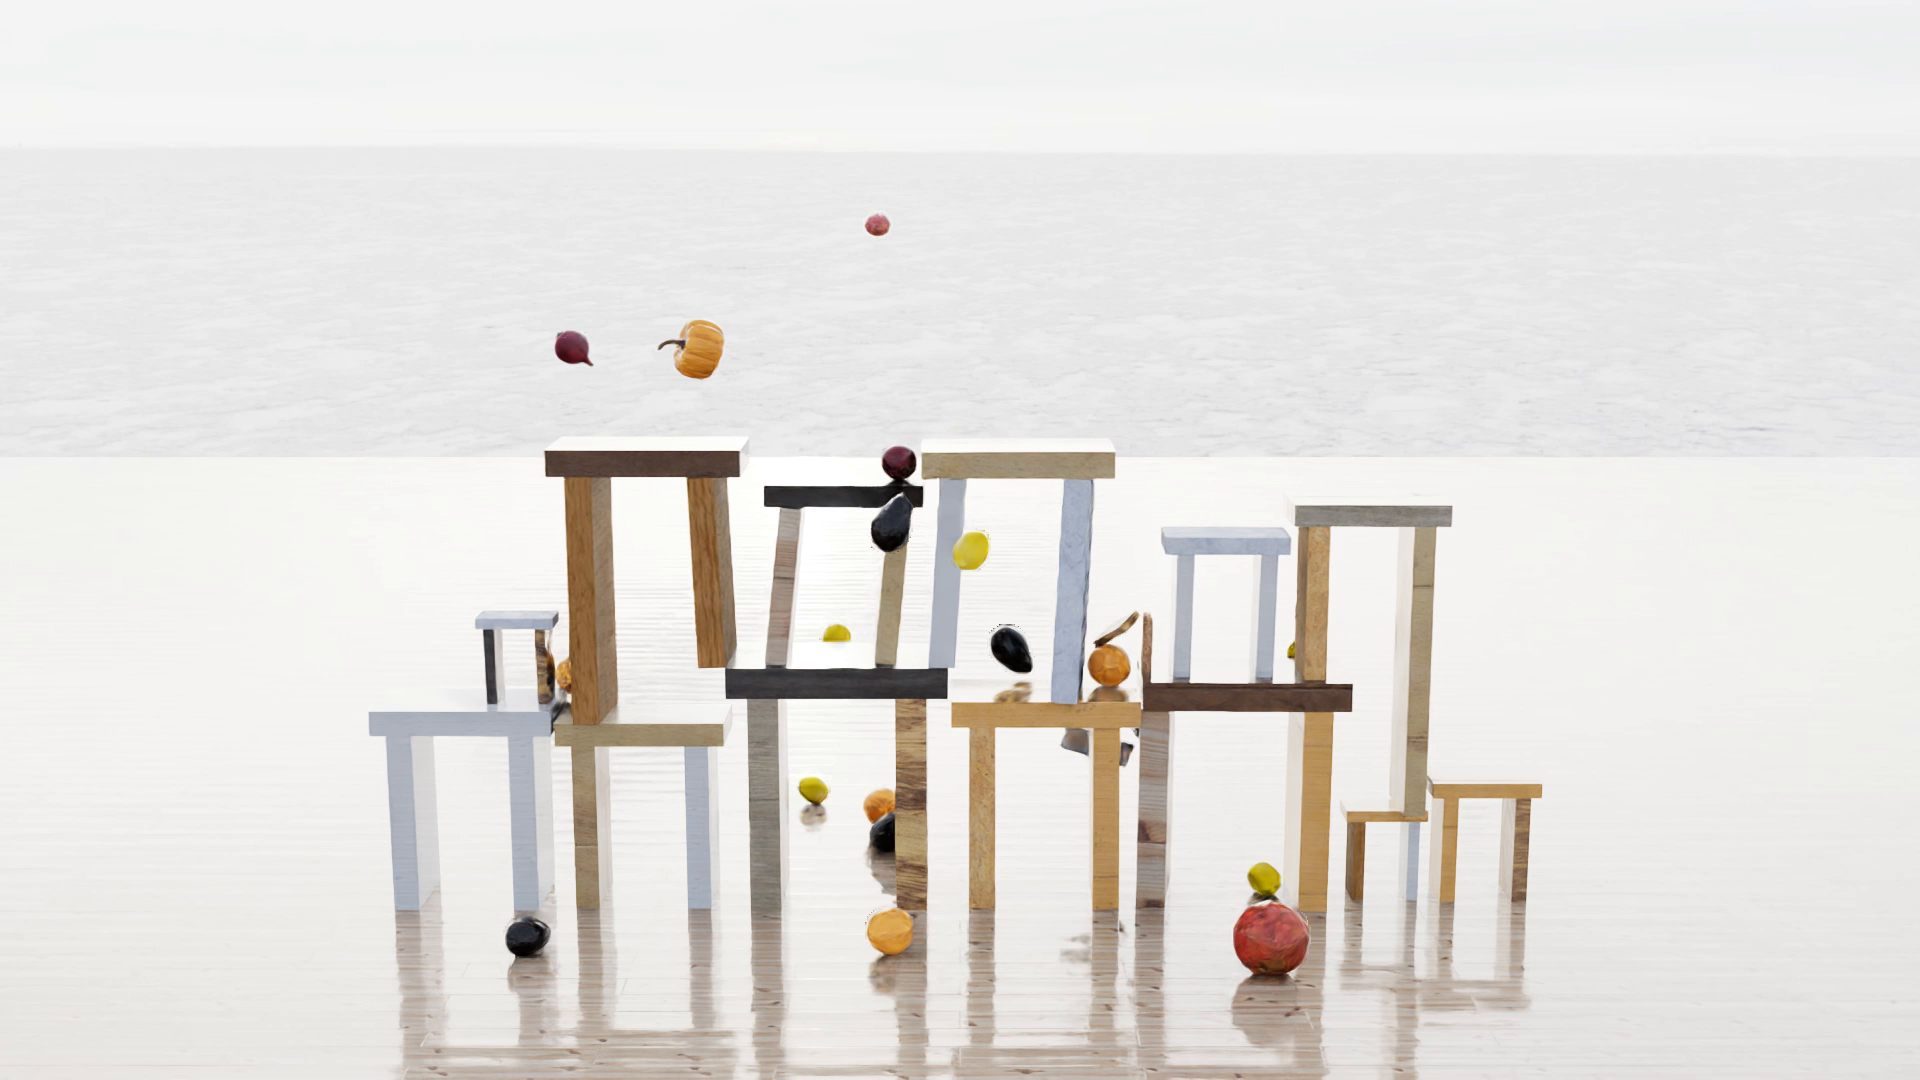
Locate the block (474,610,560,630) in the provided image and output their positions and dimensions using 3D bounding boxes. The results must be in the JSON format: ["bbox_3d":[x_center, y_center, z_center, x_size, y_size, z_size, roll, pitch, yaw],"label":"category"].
[{"bbox_3d":[-0.721,0.130,3.583,0.125,0.018,0.063,0,11,0],"label":"block"}]

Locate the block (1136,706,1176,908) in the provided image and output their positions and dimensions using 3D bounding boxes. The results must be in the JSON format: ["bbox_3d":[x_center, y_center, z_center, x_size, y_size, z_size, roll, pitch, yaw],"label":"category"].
[{"bbox_3d":[0.326,0.422,3.655,0.047,0.335,0.167,2,11,9],"label":"block"}]

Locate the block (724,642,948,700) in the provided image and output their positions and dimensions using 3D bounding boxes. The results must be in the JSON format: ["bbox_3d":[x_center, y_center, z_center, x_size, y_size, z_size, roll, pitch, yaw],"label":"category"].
[{"bbox_3d":[-0.198,0.214,3.605,0.356,0.050,0.178,0,11,0],"label":"block"}]

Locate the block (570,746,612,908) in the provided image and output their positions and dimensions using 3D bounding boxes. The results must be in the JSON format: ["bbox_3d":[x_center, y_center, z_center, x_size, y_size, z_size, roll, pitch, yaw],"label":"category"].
[{"bbox_3d":[-0.609,0.456,3.643,0.039,0.274,0.137,0,11,0],"label":"block"}]

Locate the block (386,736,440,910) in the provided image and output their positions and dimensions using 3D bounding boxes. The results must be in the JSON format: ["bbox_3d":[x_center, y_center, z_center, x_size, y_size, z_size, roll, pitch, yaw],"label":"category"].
[{"bbox_3d":[-0.904,0.447,3.638,0.041,0.293,0.146,0,11,0],"label":"block"}]

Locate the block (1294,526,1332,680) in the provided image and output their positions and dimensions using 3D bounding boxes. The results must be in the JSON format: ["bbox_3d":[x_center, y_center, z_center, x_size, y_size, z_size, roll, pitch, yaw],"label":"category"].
[{"bbox_3d":[0.573,0.091,3.576,0.035,0.250,0.125,0,11,1],"label":"block"}]

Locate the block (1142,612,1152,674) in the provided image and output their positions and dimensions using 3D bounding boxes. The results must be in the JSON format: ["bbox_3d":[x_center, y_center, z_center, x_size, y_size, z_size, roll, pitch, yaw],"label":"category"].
[{"bbox_3d":[0.306,0.168,3.595,0.013,0.091,0.045,0,11,0],"label":"block"}]

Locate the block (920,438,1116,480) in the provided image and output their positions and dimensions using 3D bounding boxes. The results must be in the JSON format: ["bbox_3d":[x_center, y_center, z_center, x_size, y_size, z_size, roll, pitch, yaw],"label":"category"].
[{"bbox_3d":[0.091,-0.131,3.524,0.305,0.043,0.153,0,11,0],"label":"block"}]

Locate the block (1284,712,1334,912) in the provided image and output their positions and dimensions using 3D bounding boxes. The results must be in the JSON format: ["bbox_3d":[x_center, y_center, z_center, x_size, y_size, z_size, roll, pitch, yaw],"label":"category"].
[{"bbox_3d":[0.575,0.425,3.638,0.047,0.335,0.167,0,11,0],"label":"block"}]

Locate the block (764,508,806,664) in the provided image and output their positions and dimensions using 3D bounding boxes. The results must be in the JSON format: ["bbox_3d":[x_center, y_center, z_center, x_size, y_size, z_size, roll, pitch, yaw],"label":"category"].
[{"bbox_3d":[-0.283,0.063,3.575,0.036,0.254,0.127,6,10,-1],"label":"block"}]

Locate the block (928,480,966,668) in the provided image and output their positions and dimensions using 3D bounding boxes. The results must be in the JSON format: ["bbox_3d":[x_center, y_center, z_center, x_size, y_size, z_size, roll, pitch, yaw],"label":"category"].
[{"bbox_3d":[-0.020,0.040,3.562,0.043,0.305,0.153,3,11,-1],"label":"block"}]

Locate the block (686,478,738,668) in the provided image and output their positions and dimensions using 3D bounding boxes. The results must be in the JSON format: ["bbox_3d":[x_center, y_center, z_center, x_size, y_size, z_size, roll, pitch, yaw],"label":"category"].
[{"bbox_3d":[-0.401,0.040,3.565,0.044,0.308,0.154,-2,10,2],"label":"block"}]

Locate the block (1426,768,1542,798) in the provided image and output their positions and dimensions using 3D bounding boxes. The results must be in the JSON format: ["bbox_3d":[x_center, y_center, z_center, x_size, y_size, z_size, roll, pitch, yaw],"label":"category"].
[{"bbox_3d":[0.863,0.403,3.639,0.177,0.025,0.089,0,11,0],"label":"block"}]

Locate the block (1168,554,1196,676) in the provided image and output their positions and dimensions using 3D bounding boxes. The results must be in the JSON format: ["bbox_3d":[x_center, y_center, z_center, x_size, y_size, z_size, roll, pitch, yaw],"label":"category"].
[{"bbox_3d":[0.361,0.114,3.588,0.028,0.201,0.100,1,11,1],"label":"block"}]

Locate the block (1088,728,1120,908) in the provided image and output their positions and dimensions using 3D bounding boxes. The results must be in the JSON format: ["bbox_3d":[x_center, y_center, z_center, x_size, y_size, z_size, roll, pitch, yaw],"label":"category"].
[{"bbox_3d":[0.239,0.439,3.644,0.043,0.305,0.153,0,11,1],"label":"block"}]

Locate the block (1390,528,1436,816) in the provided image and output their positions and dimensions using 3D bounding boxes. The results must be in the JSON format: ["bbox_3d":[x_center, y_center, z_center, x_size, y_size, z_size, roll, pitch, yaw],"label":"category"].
[{"bbox_3d":[0.740,0.204,3.598,0.035,0.479,0.125,0,11,0],"label":"block"}]

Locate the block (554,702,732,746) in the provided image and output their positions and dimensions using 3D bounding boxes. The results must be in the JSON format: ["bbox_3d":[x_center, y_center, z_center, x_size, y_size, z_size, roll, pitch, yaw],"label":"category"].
[{"bbox_3d":[-0.518,0.302,3.614,0.274,0.039,0.137,0,11,0],"label":"block"}]

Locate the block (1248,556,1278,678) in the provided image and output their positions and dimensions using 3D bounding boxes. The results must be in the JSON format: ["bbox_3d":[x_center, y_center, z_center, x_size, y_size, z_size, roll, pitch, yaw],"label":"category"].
[{"bbox_3d":[0.495,0.114,3.586,0.028,0.201,0.100,1,11,1],"label":"block"}]

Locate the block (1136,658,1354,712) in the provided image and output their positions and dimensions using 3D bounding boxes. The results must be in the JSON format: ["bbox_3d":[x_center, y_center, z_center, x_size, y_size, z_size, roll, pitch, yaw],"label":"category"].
[{"bbox_3d":[0.463,0.237,3.605,0.335,0.047,0.167,0,11,1],"label":"block"}]

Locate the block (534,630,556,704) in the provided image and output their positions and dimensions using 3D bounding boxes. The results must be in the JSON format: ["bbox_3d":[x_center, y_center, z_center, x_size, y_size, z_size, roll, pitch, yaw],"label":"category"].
[{"bbox_3d":[-0.678,0.200,3.596,0.018,0.125,0.063,-1,11,0],"label":"block"}]

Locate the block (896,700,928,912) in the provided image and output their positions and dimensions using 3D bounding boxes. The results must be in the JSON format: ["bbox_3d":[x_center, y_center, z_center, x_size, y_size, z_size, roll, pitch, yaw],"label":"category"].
[{"bbox_3d":[-0.079,0.414,3.642,0.050,0.356,0.178,0,11,0],"label":"block"}]

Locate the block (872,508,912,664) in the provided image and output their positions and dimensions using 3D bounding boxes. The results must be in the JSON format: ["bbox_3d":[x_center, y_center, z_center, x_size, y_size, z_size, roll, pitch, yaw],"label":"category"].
[{"bbox_3d":[-0.111,0.063,3.575,0.036,0.254,0.127,5,10,-4],"label":"block"}]

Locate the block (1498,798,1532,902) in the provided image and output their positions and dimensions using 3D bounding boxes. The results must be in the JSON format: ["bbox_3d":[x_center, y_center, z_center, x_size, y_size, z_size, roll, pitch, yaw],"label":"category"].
[{"bbox_3d":[0.922,0.502,3.657,0.025,0.177,0.089,0,11,0],"label":"block"}]

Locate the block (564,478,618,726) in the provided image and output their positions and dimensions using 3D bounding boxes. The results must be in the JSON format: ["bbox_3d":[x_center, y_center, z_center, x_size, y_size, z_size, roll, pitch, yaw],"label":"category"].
[{"bbox_3d":[-0.598,0.085,3.573,0.044,0.402,0.154,0,11,3],"label":"block"}]

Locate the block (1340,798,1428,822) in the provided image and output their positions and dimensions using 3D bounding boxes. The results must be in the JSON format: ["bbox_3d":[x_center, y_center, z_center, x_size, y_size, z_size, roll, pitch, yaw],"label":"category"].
[{"bbox_3d":[0.702,0.448,3.645,0.134,0.019,0.067,0,11,0],"label":"block"}]

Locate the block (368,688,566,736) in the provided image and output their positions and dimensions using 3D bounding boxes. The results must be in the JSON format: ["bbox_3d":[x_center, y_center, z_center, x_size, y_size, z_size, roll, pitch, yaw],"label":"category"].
[{"bbox_3d":[-0.805,0.283,3.608,0.292,0.041,0.146,0,11,0],"label":"block"}]

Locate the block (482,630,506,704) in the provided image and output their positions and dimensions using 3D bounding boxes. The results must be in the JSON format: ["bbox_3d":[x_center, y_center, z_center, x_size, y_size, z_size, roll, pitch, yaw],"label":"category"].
[{"bbox_3d":[-0.762,0.200,3.596,0.018,0.125,0.063,-1,11,0],"label":"block"}]

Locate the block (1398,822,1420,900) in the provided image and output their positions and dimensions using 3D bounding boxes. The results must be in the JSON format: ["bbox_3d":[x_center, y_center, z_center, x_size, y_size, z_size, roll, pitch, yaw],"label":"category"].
[{"bbox_3d":[0.747,0.524,3.659,0.019,0.134,0.067,0,11,0],"label":"block"}]

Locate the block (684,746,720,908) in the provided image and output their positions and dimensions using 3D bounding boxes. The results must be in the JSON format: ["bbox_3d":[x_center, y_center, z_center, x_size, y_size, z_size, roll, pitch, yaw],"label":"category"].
[{"bbox_3d":[-0.426,0.456,3.643,0.039,0.274,0.137,0,11,0],"label":"block"}]

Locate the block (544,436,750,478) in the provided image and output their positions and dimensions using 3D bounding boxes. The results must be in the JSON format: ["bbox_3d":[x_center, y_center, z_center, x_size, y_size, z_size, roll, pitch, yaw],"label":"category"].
[{"bbox_3d":[-0.499,-0.134,3.532,0.308,0.044,0.154,0,11,0],"label":"block"}]

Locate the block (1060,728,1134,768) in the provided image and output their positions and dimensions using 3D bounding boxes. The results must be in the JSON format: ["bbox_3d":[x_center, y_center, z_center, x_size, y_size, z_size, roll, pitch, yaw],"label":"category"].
[{"bbox_3d":[0.242,0.362,3.879,0.125,0.045,0.013,18,16,-12],"label":"block"}]

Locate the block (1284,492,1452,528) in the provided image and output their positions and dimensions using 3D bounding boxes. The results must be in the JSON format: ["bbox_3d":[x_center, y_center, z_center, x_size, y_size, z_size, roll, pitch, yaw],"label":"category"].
[{"bbox_3d":[0.656,-0.049,3.551,0.250,0.035,0.125,0,11,0],"label":"block"}]

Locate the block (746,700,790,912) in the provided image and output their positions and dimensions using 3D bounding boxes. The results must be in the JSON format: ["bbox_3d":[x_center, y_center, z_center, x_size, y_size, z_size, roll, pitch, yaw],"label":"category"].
[{"bbox_3d":[-0.316,0.414,3.642,0.050,0.356,0.178,0,11,0],"label":"block"}]

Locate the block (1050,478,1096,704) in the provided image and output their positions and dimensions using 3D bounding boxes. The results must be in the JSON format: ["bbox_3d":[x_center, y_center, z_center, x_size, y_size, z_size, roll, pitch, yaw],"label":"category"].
[{"bbox_3d":[0.184,0.070,3.560,0.043,0.364,0.153,4,11,6],"label":"block"}]

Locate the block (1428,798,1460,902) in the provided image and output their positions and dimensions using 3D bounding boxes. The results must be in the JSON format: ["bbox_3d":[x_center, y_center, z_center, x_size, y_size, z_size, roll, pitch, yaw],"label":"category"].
[{"bbox_3d":[0.804,0.502,3.657,0.025,0.177,0.089,0,11,0],"label":"block"}]

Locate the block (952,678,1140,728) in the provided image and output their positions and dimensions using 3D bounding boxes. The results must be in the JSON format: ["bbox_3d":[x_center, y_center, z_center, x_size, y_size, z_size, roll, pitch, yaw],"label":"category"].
[{"bbox_3d":[0.138,0.268,3.614,0.305,0.043,0.153,0,11,0],"label":"block"}]

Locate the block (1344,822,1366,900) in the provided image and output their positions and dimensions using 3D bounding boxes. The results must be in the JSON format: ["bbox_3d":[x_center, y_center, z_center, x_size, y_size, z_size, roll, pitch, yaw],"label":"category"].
[{"bbox_3d":[0.658,0.524,3.659,0.019,0.134,0.067,0,11,0],"label":"block"}]

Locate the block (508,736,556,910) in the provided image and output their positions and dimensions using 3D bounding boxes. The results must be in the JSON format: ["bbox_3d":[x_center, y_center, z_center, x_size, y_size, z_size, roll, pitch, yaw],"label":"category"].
[{"bbox_3d":[-0.708,0.447,3.638,0.041,0.292,0.146,0,11,0],"label":"block"}]

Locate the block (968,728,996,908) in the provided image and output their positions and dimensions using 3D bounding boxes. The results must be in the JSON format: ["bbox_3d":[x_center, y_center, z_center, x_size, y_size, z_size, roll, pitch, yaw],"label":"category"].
[{"bbox_3d":[0.036,0.439,3.646,0.043,0.305,0.153,0,11,0],"label":"block"}]

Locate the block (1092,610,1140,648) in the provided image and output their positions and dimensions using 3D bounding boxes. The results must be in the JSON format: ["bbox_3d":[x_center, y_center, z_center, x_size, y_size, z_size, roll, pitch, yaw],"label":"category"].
[{"bbox_3d":[0.257,0.147,3.621,0.045,0.013,0.091,-44,5,-34],"label":"block"}]

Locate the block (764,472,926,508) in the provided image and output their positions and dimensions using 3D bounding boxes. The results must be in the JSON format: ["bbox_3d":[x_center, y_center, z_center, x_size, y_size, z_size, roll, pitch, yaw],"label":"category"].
[{"bbox_3d":[-0.184,-0.081,3.551,0.254,0.036,0.127,0,11,0],"label":"block"}]

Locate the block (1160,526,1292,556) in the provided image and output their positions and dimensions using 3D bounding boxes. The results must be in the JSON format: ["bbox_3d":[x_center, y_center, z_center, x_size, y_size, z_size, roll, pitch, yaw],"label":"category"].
[{"bbox_3d":[0.430,0.001,3.566,0.201,0.028,0.100,0,11,1],"label":"block"}]
